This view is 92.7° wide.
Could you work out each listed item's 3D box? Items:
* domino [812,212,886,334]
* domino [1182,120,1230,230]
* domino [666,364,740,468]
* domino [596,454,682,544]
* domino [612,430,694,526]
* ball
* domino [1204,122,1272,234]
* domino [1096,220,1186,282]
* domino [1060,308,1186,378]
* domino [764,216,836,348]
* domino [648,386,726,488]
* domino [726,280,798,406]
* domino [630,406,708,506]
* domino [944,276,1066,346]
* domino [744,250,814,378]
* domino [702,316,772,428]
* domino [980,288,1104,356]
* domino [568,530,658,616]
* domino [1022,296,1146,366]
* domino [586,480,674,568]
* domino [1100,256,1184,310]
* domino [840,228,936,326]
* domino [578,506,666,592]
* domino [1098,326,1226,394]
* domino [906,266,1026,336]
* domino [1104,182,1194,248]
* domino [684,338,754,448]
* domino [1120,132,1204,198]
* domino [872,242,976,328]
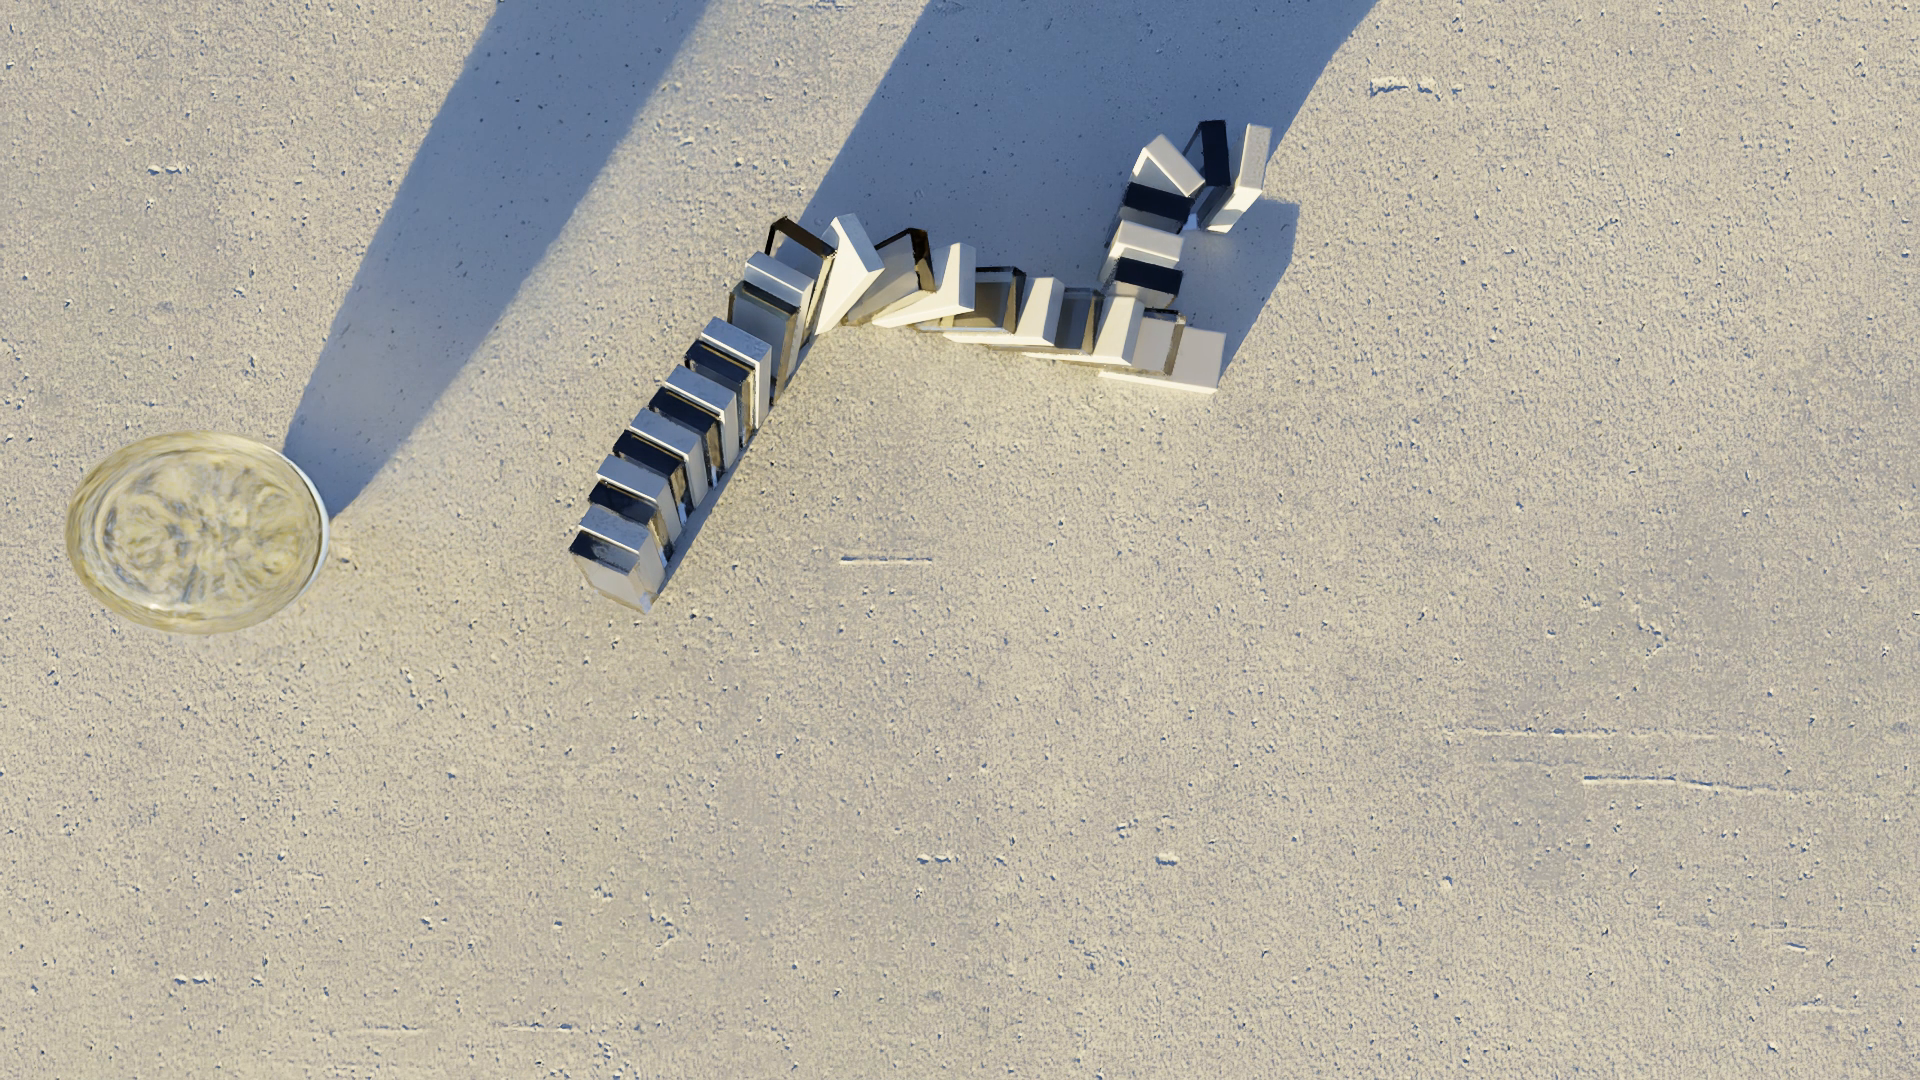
[{"bbox_3d":[-0.052,-0.109,0.377,0.009,0.050,0.025,-30,90,-38],"label":"domino"},{"bbox_3d":[0.098,-0.148,0.375,0.010,0.050,0.025,-5,90,0],"label":"domino"},{"bbox_3d":[-0.104,-0.050,0.375,0.025,0.050,0.009,27,65,0],"label":"domino"},{"bbox_3d":[-0.130,-0.015,0.375,0.025,0.050,0.009,24,66,0],"label":"domino"},{"bbox_3d":[-0.125,-0.024,0.375,0.025,0.050,0.009,26,66,0],"label":"domino"},{"bbox_3d":[-0.296,-0.003,0.360,0.080,0.080,0.080,0,90,0],"label":"ball"},{"bbox_3d":[0.113,-0.146,0.375,0.009,0.050,0.025,10,90,0],"label":"domino"},{"bbox_3d":[0.073,-0.115,0.375,0.025,0.050,0.009,16,90,0],"label":"domino"},{"bbox_3d":[0.066,-0.084,0.382,0.050,0.010,0.025,15,92,34],"label":"domino"},{"bbox_3d":[-0.070,-0.104,0.378,0.025,0.050,0.009,33,48,2],"label":"domino"},{"bbox_3d":[-0.111,-0.041,0.375,0.025,0.050,0.010,27,66,0],"label":"domino"},{"bbox_3d":[-0.083,-0.080,0.377,0.025,0.050,0.010,27,53,0],"label":"domino"},{"bbox_3d":[-0.118,-0.033,0.375,0.025,0.050,0.009,27,66,0],"label":"domino"},{"bbox_3d":[0.018,-0.095,0.381,0.050,0.009,0.025,11,90,36],"label":"domino"},{"bbox_3d":[-0.078,-0.091,0.378,0.025,0.050,0.010,28,51,0],"label":"domino"},{"bbox_3d":[-0.091,-0.067,0.376,0.025,0.050,0.009,28,63,0],"label":"domino"},{"bbox_3d":[0.033,-0.091,0.381,0.050,0.010,0.025,12,90,36],"label":"domino"},{"bbox_3d":[-0.141,0.014,0.375,0.025,0.050,0.009,24,66,0],"label":"domino"},{"bbox_3d":[0.050,-0.088,0.381,0.050,0.009,0.025,13,91,36],"label":"domino"},{"bbox_3d":[-0.134,-0.005,0.375,0.025,0.050,0.009,24,66,0],"label":"domino"},{"bbox_3d":[0.072,-0.101,0.375,0.025,0.050,0.009,14,90,0],"label":"domino"},{"bbox_3d":[-0.032,-0.108,0.379,0.050,0.010,0.025,-9,90,45],"label":"domino"},{"bbox_3d":[-0.137,0.005,0.375,0.025,0.050,0.009,24,66,0],"label":"domino"},{"bbox_3d":[0.087,-0.080,0.395,0.050,0.010,0.025,9,90,0],"label":"domino"},{"bbox_3d":[0.002,-0.099,0.381,0.050,0.010,0.025,11,90,36],"label":"domino"},{"bbox_3d":[0.076,-0.129,0.375,0.025,0.050,0.010,16,90,0],"label":"domino"},{"bbox_3d":[-0.098,-0.059,0.376,0.025,0.050,0.010,27,63,0],"label":"domino"},{"bbox_3d":[0.082,-0.144,0.375,0.009,0.050,0.025,-42,90,0],"label":"domino"},{"bbox_3d":[-0.016,-0.105,0.380,0.050,0.010,0.025,1,90,42],"label":"domino"}]
